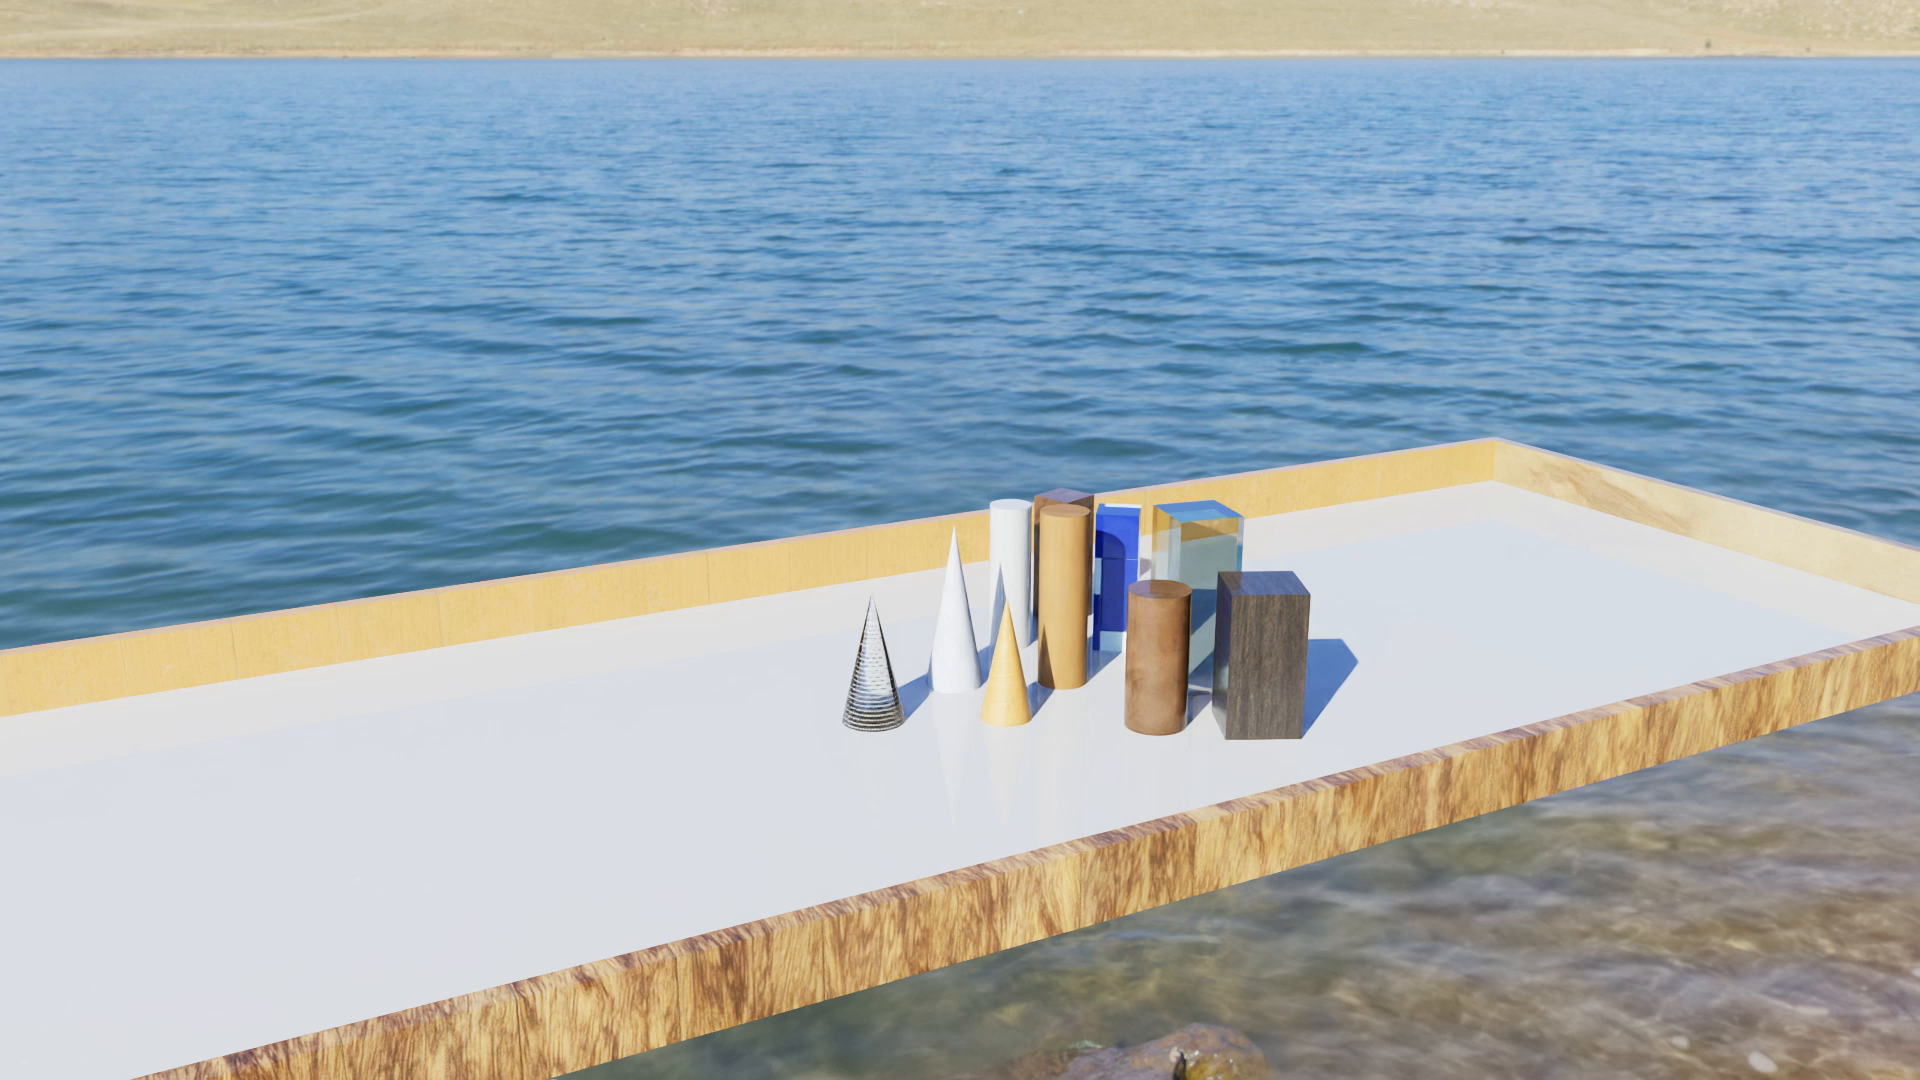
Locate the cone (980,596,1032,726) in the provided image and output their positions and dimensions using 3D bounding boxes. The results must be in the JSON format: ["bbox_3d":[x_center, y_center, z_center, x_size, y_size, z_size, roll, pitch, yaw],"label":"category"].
[{"bbox_3d":[0.110,0.275,3.882,0.127,0.302,0.127,0,16,0],"label":"cone"}]

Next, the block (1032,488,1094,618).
[{"bbox_3d":[0.287,0.044,4.584,0.117,0.350,0.117,14,22,40],"label":"block"}]

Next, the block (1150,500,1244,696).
[{"bbox_3d":[0.579,0.144,4.071,0.165,0.448,0.165,-5,17,-17],"label":"block"}]

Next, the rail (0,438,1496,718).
[{"bbox_3d":[-3.305,0.497,3.399,12.000,0.150,0.050,-9,18,-27],"label":"rail"}]

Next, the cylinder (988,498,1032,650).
[{"bbox_3d":[0.133,0.092,4.359,0.110,0.385,0.110,0,16,0],"label":"cylinder"}]

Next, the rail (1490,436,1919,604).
[{"bbox_3d":[2.466,-0.048,5.253,0.050,0.150,2.100,-9,18,-27],"label":"rail"}]

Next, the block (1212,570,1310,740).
[{"bbox_3d":[0.695,0.266,3.828,0.177,0.351,0.177,-1,16,-2],"label":"block"}]

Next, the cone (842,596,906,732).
[{"bbox_3d":[-0.204,0.272,3.863,0.152,0.320,0.152,0,16,0],"label":"cone"}]

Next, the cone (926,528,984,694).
[{"bbox_3d":[-0.014,0.160,4.078,0.143,0.413,0.143,0,16,0],"label":"cone"}]

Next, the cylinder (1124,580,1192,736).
[{"bbox_3d":[0.459,0.273,3.837,0.148,0.333,0.148,0,16,0],"label":"cylinder"}]

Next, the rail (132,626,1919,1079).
[{"bbox_3d":[-2.336,1.006,1.665,12.000,0.150,0.050,-9,18,-27],"label":"rail"}]

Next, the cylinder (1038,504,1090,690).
[{"bbox_3d":[0.256,0.141,4.086,0.123,0.444,0.123,0,16,0],"label":"cylinder"}]

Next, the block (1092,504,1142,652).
[{"bbox_3d":[0.415,0.099,4.356,0.112,0.373,0.112,3,17,9],"label":"block"}]
